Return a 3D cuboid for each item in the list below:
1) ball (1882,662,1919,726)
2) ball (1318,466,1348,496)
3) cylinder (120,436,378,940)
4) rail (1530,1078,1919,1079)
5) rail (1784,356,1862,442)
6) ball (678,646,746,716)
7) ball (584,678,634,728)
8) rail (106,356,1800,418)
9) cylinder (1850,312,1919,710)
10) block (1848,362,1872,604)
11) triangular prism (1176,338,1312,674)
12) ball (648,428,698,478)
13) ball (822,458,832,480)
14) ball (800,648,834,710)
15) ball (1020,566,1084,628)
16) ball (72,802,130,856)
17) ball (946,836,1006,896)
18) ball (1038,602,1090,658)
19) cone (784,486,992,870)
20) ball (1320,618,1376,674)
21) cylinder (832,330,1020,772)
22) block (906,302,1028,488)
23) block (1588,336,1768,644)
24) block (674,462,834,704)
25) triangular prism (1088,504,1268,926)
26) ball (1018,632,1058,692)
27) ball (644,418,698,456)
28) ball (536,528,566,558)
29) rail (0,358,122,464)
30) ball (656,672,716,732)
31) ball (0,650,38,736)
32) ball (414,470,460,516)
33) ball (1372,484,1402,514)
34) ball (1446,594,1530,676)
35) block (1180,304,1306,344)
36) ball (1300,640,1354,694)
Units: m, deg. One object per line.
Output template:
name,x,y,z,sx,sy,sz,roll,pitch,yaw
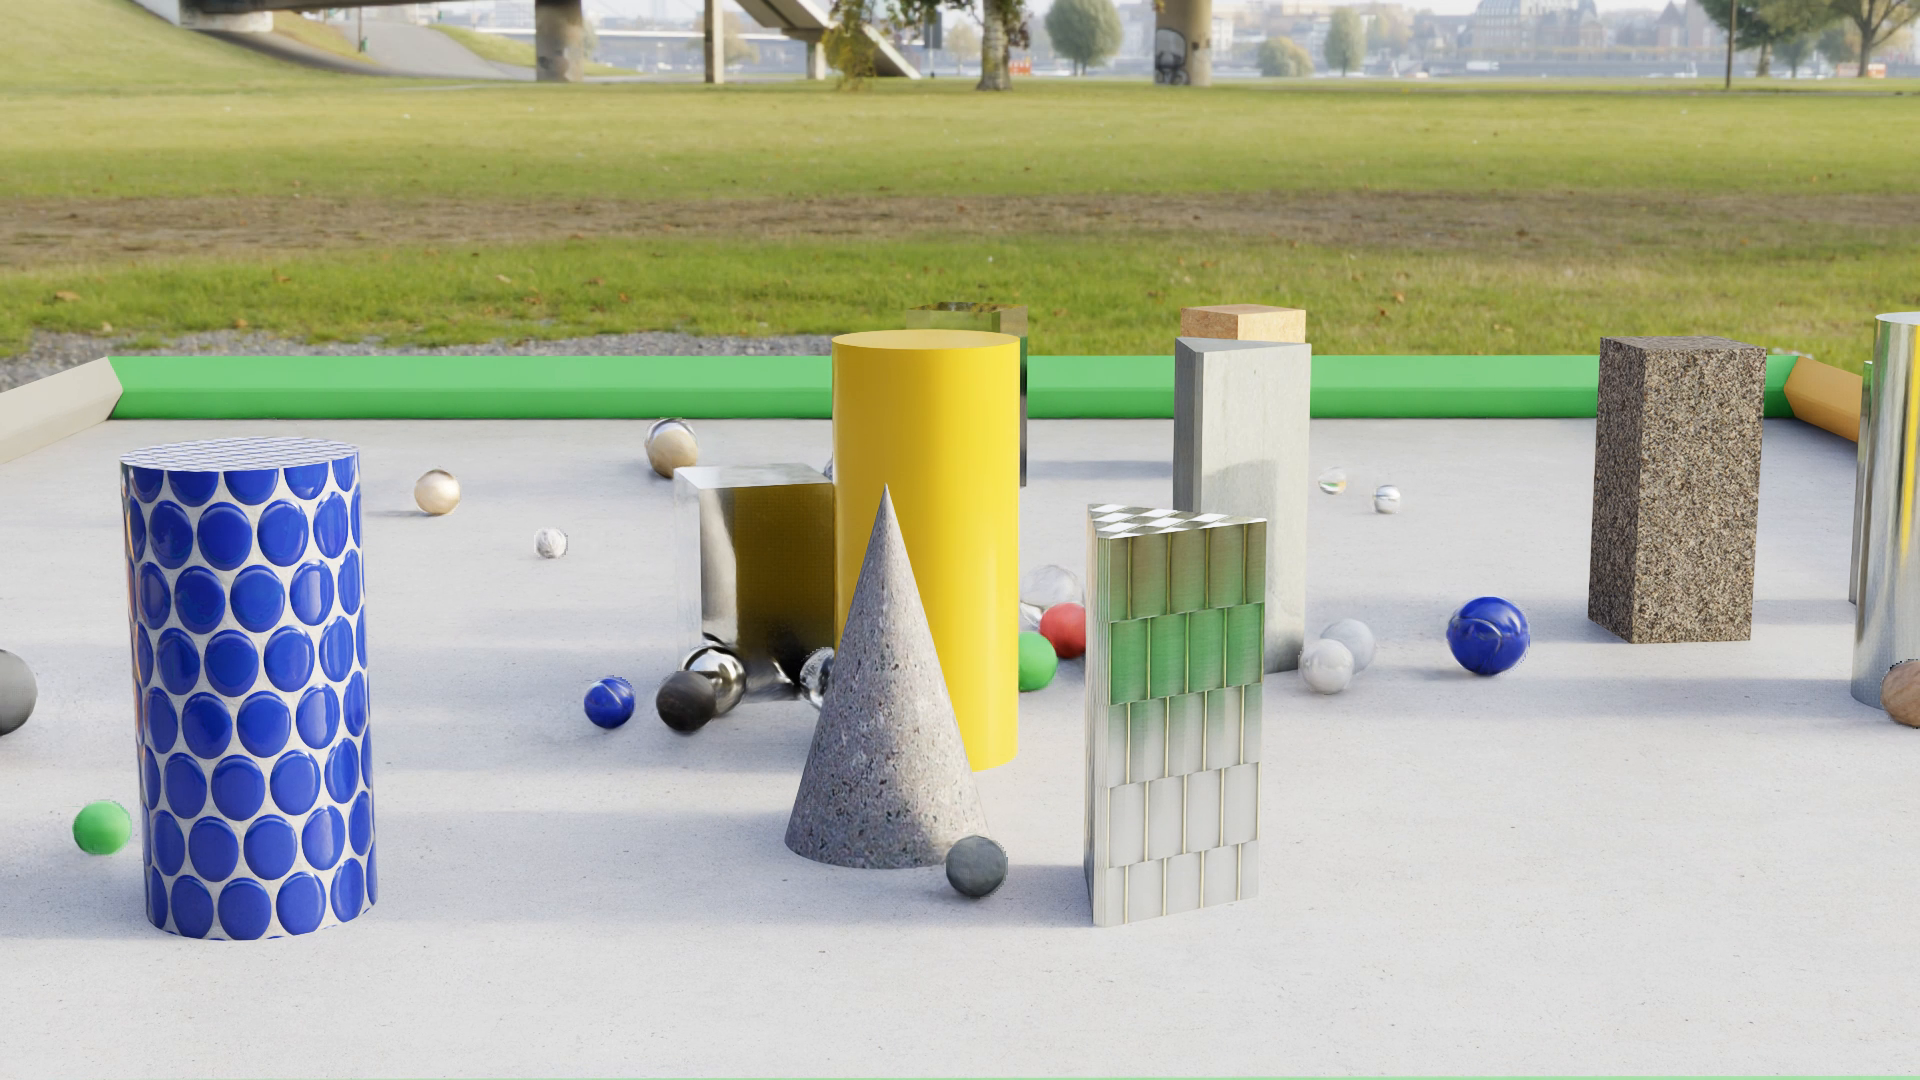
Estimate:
ball,1.065,0.172,2.857,0.073,0.073,0.073,0,10,0
ball,0.639,-0.102,4.398,0.049,0.049,0.049,0,10,0
cylinder,-0.613,0.123,2.222,0.197,0.400,0.197,0,10,0
rail,0.011,0.382,1.566,3.529,0.128,0.045,0,10,0
rail,1.741,0.031,3.459,0.045,0.128,3.876,0,10,0
ball,-0.282,0.159,2.905,0.080,0.080,0.080,0,10,0
ball,-0.390,0.181,2.851,0.057,0.057,0.057,0,10,0
rail,-0.011,-0.316,5.331,3.529,0.128,0.045,0,10,0
cylinder,1.139,-0.032,2.943,0.197,0.442,0.197,0,10,0
block,1.303,-0.065,3.424,0.158,0.331,0.158,0,10,-2
triangular prism,0.308,-0.042,3.120,0.171,0.398,0.148,-7,13,-33
ball,-0.511,-0.153,4.569,0.089,0.089,0.089,0,10,0
ball,-0.182,-0.100,4.264,0.095,0.095,0.095,0,10,0
ball,-0.145,0.160,2.917,0.074,0.074,0.074,0,10,0
ball,0.120,0.075,3.344,0.085,0.085,0.085,0,10,0
ball,-0.801,0.269,2.392,0.051,0.051,0.051,0,10,0
ball,0.014,0.289,2.276,0.054,0.054,0.054,0,10,0
ball,0.133,0.112,3.187,0.070,0.070,0.070,0,10,0
cone,-0.069,0.115,2.419,0.197,0.344,0.197,0,10,0
ball,0.468,0.129,3.100,0.068,0.068,0.068,0,10,0
cylinder,-0.036,0.008,2.720,0.197,0.444,0.197,0,10,0
block,0.013,-0.242,4.419,0.158,0.318,0.158,5,11,24
block,0.925,-0.068,3.321,0.158,0.376,0.158,-1,11,-7
block,-0.242,0.049,3.022,0.158,0.254,0.158,-3,11,-16
triangular prism,0.155,0.145,2.270,0.171,0.339,0.148,-6,12,-30
ball,0.080,0.143,3.018,0.070,0.070,0.070,0,10,0
ball,-0.525,-0.174,4.661,0.096,0.096,0.096,0,10,0
ball,-0.611,0.005,3.831,0.046,0.046,0.046,0,10,0
rail,-1.741,0.035,3.439,0.045,0.128,3.876,0,10,0
ball,-0.303,0.178,2.837,0.067,0.067,0.067,0,10,0
ball,-1.062,0.167,2.807,0.099,0.099,0.099,0,10,0
ball,-0.855,-0.078,4.199,0.075,0.075,0.075,0,10,0
ball,0.701,-0.068,4.217,0.048,0.048,0.048,0,10,0
ball,0.637,0.115,3.098,0.097,0.097,0.097,0,10,0
block,0.509,-0.271,4.639,0.158,0.294,0.158,-7,13,-34
ball,0.430,0.148,3.011,0.063,0.063,0.063,0,10,0
